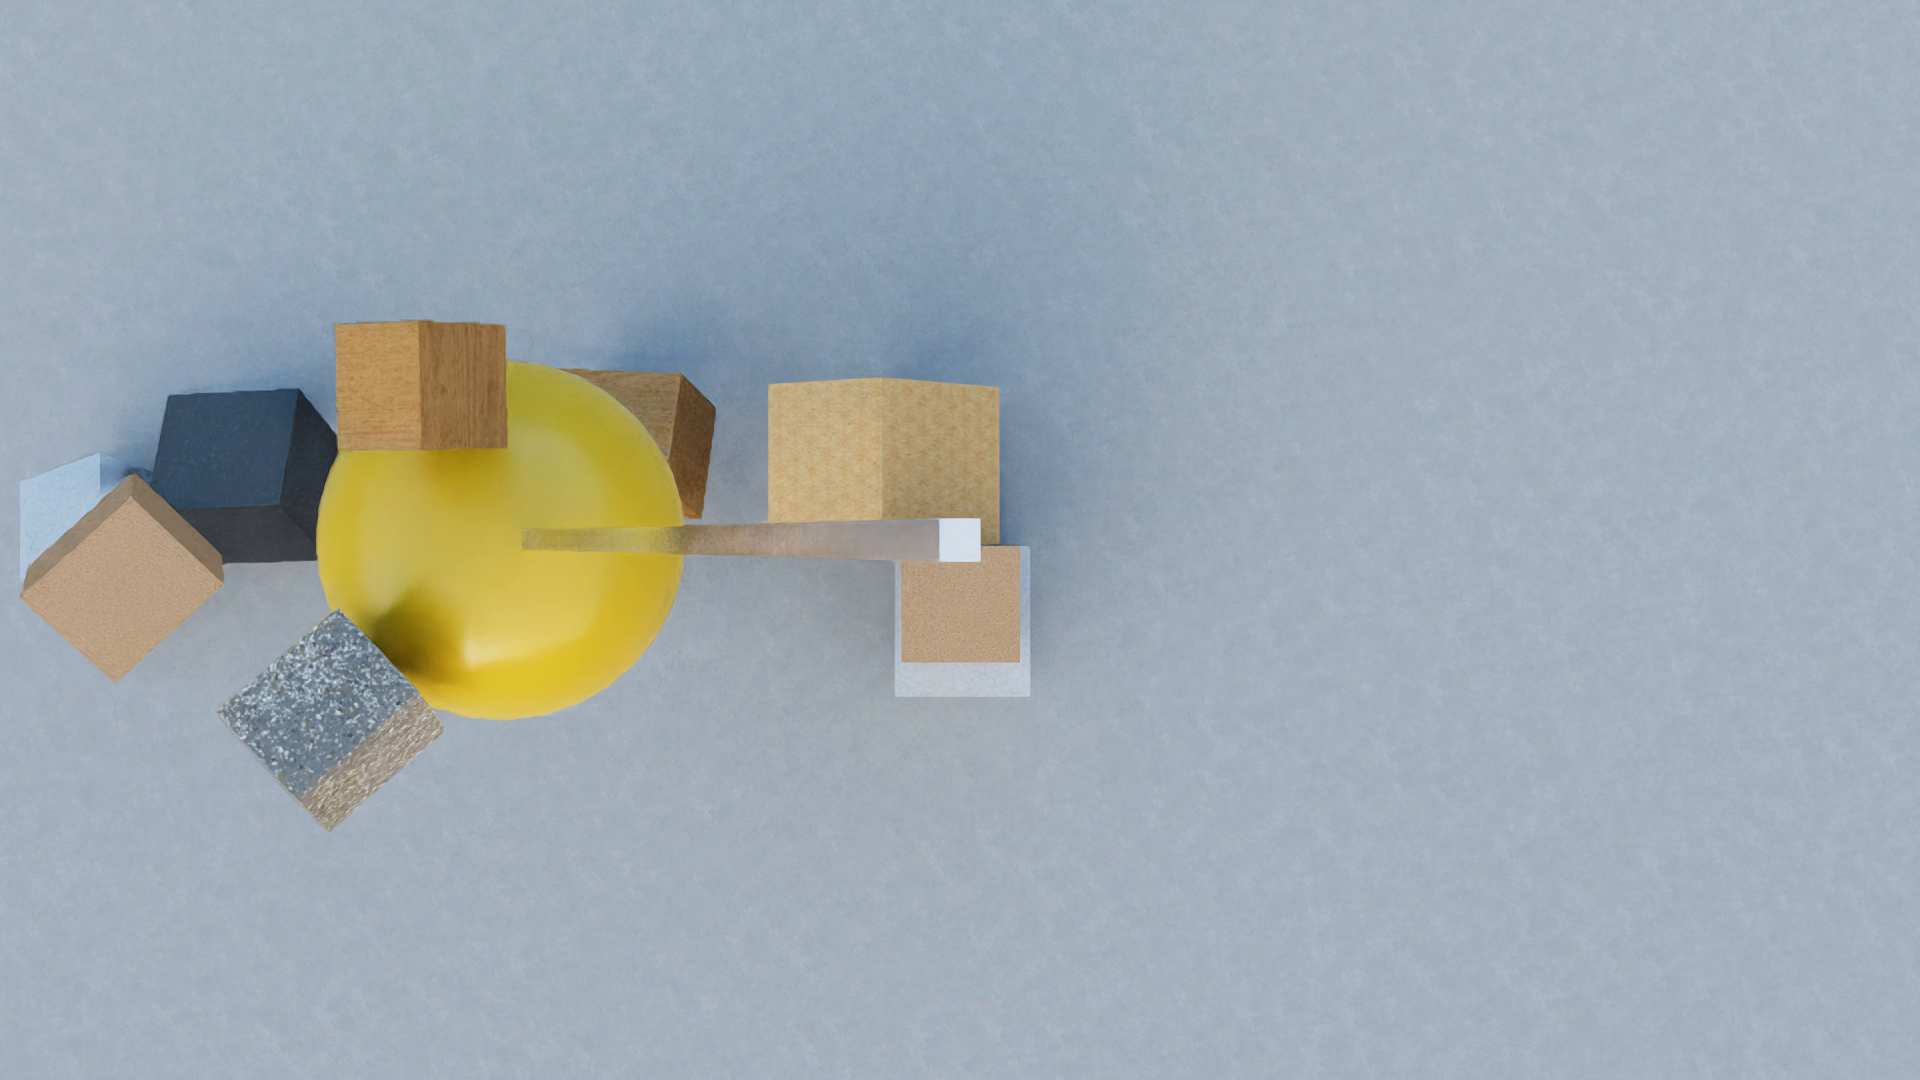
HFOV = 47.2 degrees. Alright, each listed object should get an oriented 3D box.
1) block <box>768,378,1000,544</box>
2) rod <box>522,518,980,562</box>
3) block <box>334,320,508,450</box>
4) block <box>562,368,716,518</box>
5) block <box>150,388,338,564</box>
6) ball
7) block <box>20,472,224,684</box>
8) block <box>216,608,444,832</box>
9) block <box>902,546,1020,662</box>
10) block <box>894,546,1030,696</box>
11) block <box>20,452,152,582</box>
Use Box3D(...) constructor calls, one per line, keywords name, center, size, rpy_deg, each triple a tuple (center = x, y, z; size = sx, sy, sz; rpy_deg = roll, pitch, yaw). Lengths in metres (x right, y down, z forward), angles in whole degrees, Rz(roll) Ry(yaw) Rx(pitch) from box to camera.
Box3D(name="block", center=(-0.418, -0.421, 12.343), size=(0.841, 1.010, 0.890), rpy_deg=(0, 90, 39))
Box3D(name="rod", center=(-0.875, 0.000, 6.525), size=(0.080, 5.200, 0.080), rpy_deg=(0, 90, -20))
Box3D(name="block", center=(-2.130, -0.606, 8.711), size=(0.450, 0.476, 0.492), rpy_deg=(1, 94, 31))
Box3D(name="block", center=(-1.897, -0.546, 12.529), size=(0.774, 0.654, 0.663), rpy_deg=(3, 77, 13))
Box3D(name="block", center=(-4.032, -0.352, 12.479), size=(0.770, 0.706, 0.726), rpy_deg=(-2, 64, 7))
Box3D(name="ball", center=(-2.019, 0.000, 9.726), size=(1.600, 1.600, 1.600), rpy_deg=(0, 90, 0))
Box3D(name="block", center=(-4.274, 0.181, 11.252), size=(0.721, 0.713, 0.624), rpy_deg=(-44, 112, -6))
Box3D(name="block", center=(-2.528, 0.731, 8.883), size=(0.497, 0.533, 0.614), rpy_deg=(43, 74, 14))
Box3D(name="block", center=(0.004, 0.337, 11.829), size=(0.623, 0.643, 0.610), rpy_deg=(0, 90, 0))
Box3D(name="block", center=(0.014, 0.450, 12.575), size=(0.747, 0.849, 0.833), rpy_deg=(0, 90, 0))
Box3D(name="block", center=(-4.863, -0.048, 12.509), size=(0.588, 0.667, 0.593), rpy_deg=(-17, 70, 20))
